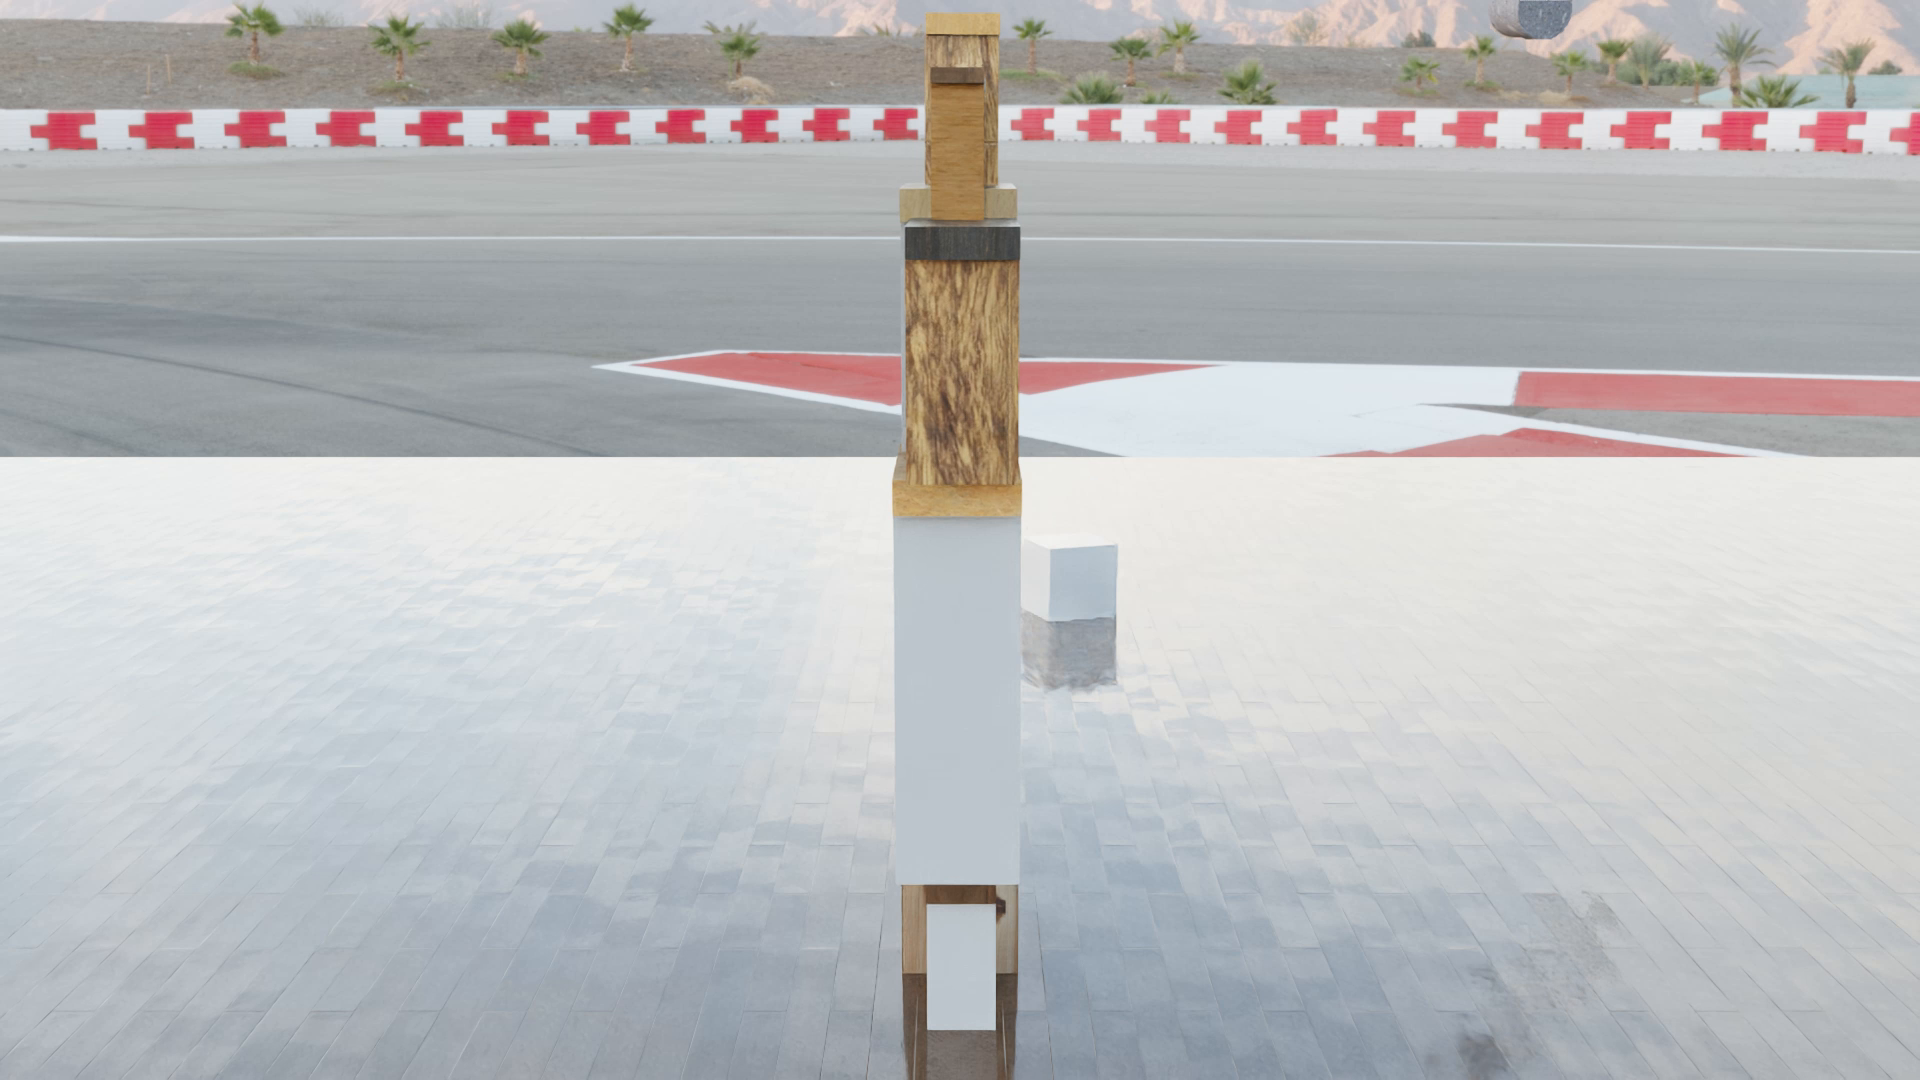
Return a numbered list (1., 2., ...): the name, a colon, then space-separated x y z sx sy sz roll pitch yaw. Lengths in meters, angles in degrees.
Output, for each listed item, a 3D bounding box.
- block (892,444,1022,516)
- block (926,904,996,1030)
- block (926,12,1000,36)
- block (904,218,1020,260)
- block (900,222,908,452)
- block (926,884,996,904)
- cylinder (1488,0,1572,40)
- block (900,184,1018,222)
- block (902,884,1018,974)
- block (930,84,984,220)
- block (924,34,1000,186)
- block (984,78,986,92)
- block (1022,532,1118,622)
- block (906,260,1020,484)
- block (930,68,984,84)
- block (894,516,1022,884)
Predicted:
1. block: -0.003 -0.087 3.093 0.173 0.049 0.346 0 11 0
2. block: 0.002 0.596 3.108 0.097 0.194 0.027 0 11 0
3. block: 0.003 -0.778 3.332 0.109 0.031 0.219 0 11 0
4. block: 0.004 -0.404 2.942 0.147 0.042 0.294 0 11 0
5. block: -0.002 -0.294 3.173 0.165 0.329 0.047 0 11 0
6. block: 0.001 0.475 3.151 0.097 0.027 0.193 0 11 0
7. cylinder: 1.631 -1.523 6.288 0.173 0.173 0.173 -3 16 -14
8. block: -0.002 -0.499 3.245 0.165 0.047 0.329 0 10 0
9. block: 0.000 0.477 3.314 0.175 0.351 0.050 0 11 0
10. block: -0.003 -0.529 2.997 0.072 0.183 0.020 0 11 0
11. block: 0.003 -0.641 3.281 0.109 0.219 0.031 0 10 0
12. block: 0.002 -0.654 3.167 0.067 0.019 0.134 0 10 0
13. block: 0.286 0.096 5.802 0.193 0.193 0.193 -4 11 -21
14. block: 0.003 -0.221 2.876 0.147 0.294 0.042 0 11 0
15. block: -0.004 -0.638 3.025 0.072 0.020 0.143 0 11 0
16. block: -0.003 0.216 3.033 0.173 0.525 0.049 0 11 0
